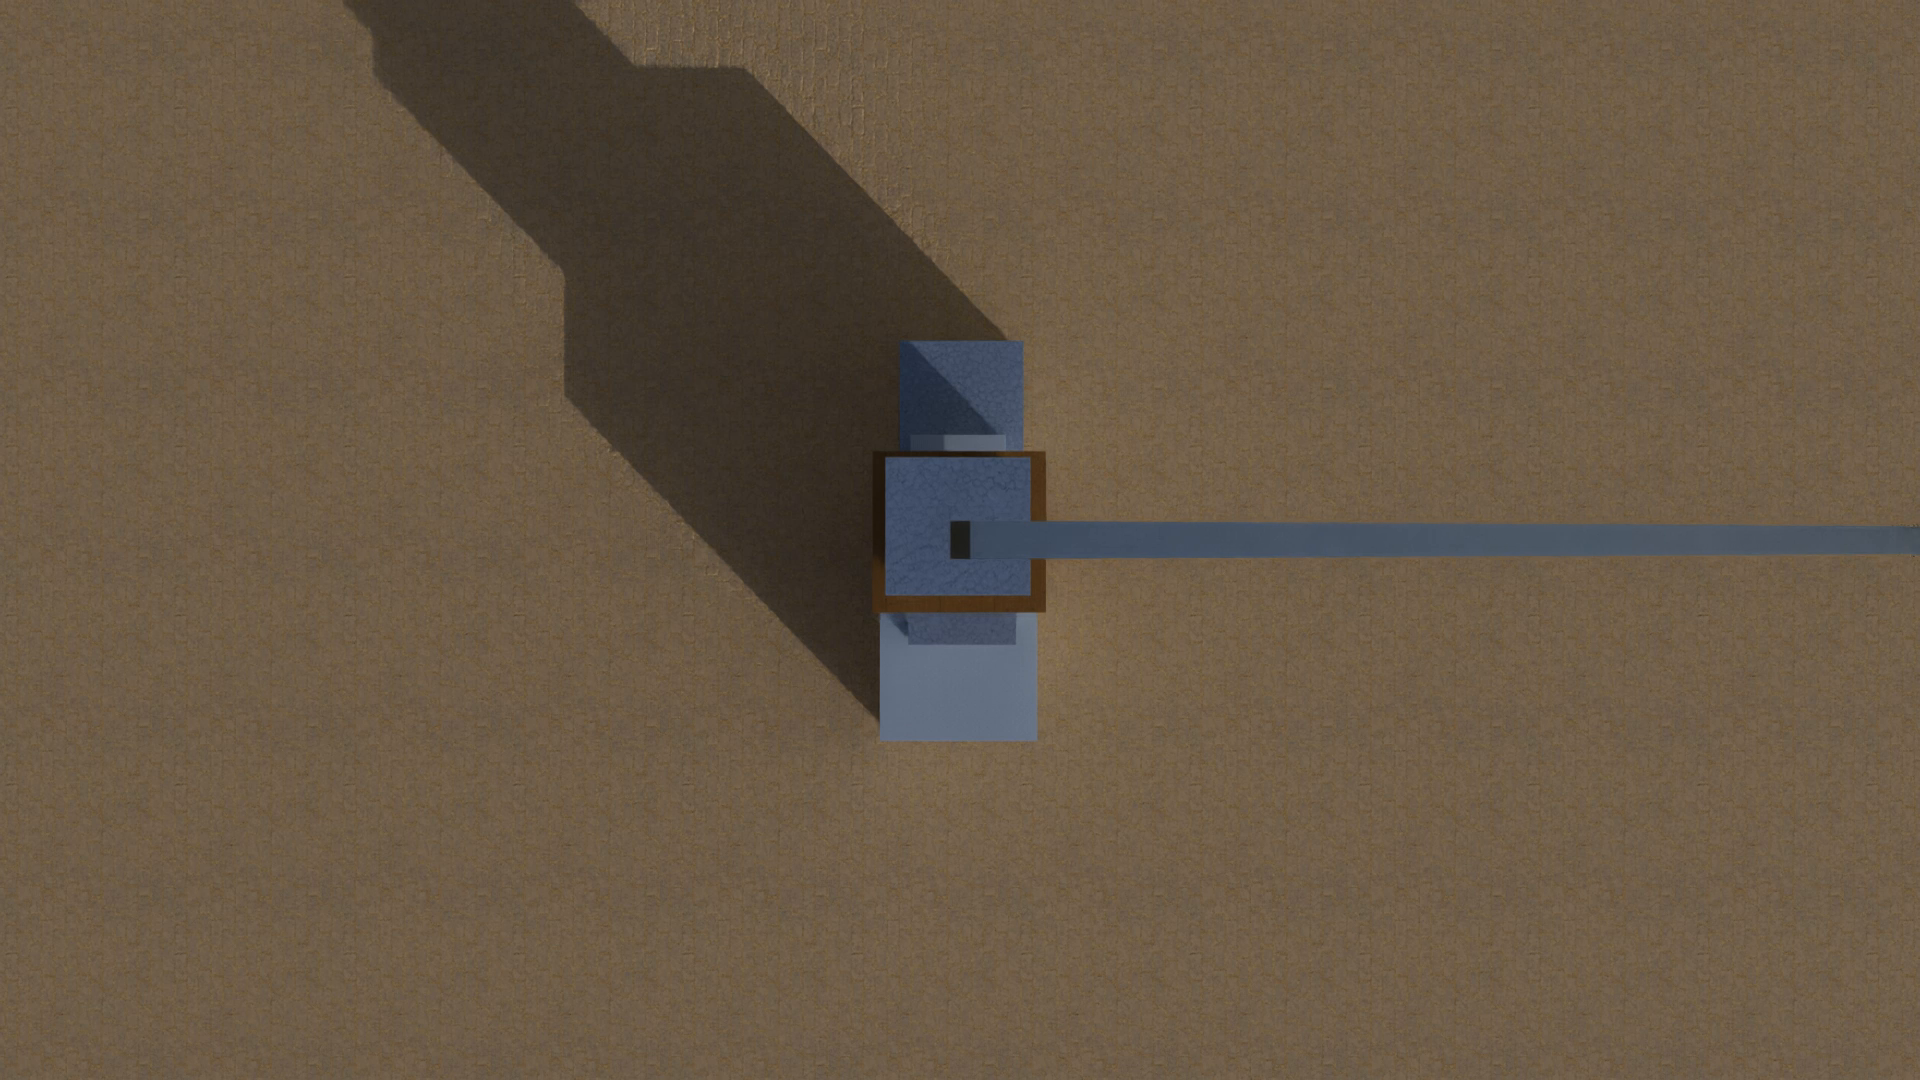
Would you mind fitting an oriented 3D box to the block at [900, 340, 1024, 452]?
[{"bbox_3d":[0.007,-0.695,12.640,0.693,0.720,0.836,0,90,0],"label":"block"}]

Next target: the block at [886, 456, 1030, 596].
[{"bbox_3d":[-0.008,-0.051,9.388,0.599,0.647,0.570,0,89,0],"label":"block"}]

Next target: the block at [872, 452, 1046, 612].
[{"bbox_3d":[-0.003,-0.030,10.546,0.799,0.813,0.742,0,89,0],"label":"block"}]

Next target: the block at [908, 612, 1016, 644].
[{"bbox_3d":[0.012,0.242,11.879,0.569,0.572,0.631,0,89,0],"label":"block"}]

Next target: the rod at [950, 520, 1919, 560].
[{"bbox_3d":[2.212,0.000,6.001,5.200,0.080,0.080,0,90,-32],"label":"rod"}]

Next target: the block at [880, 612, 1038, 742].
[{"bbox_3d":[-0.008,0.717,12.582,0.871,0.837,0.792,0,90,0],"label":"block"}]

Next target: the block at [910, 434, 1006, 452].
[{"bbox_3d":[-0.011,-0.320,12.016,0.507,0.528,0.485,0,90,0],"label":"block"}]
